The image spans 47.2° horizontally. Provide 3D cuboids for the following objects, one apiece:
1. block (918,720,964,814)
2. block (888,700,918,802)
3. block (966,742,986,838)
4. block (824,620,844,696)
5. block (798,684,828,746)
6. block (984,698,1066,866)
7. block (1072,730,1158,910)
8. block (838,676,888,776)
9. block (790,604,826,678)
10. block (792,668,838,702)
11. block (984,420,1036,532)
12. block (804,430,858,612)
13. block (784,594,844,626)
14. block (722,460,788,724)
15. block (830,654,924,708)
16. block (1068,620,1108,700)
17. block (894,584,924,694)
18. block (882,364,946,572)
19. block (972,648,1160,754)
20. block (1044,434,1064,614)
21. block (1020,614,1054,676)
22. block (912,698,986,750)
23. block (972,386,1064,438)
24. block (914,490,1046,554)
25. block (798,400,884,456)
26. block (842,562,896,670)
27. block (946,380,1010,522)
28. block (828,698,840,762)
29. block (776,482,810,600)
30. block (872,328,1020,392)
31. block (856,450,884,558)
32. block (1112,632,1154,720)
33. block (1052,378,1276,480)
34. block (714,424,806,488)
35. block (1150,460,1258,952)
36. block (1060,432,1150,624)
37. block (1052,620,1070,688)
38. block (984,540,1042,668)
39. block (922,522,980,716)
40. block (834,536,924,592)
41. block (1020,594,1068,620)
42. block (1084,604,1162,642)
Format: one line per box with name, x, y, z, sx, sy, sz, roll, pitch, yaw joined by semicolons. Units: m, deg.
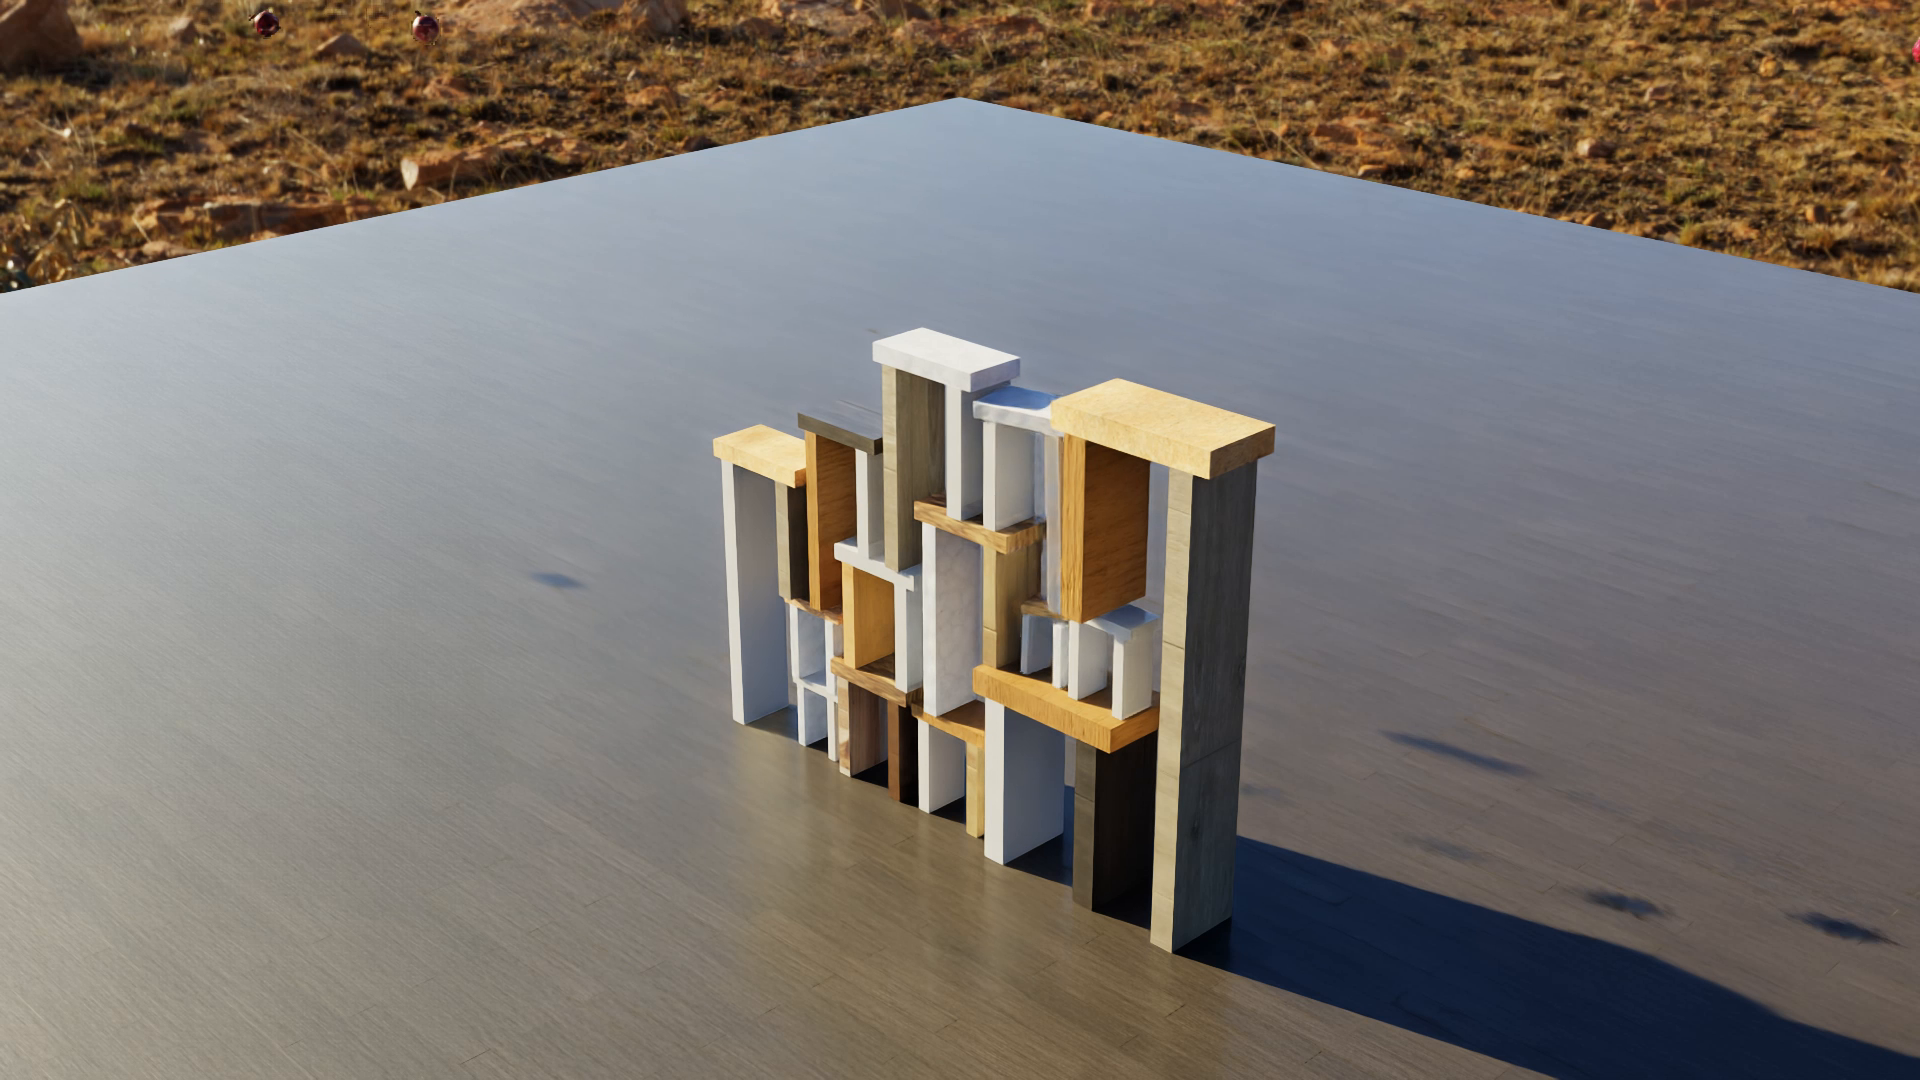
block;-0.037;0.441;4.458;0.029;0.205;0.103;21;31;41
block;-0.095;0.413;4.500;0.112;0.224;0.032;-21;31;-41
block;0.060;0.479;4.369;0.029;0.205;0.103;21;31;41
block;-0.240;0.233;4.579;0.084;0.167;0.024;-21;31;-40
block;-0.314;0.364;4.720;0.020;0.143;0.072;21;31;41
block;0.127;0.441;4.277;0.049;0.347;0.174;21;31;41
block;0.291;0.505;4.126;0.049;0.347;0.174;21;31;41
block;-0.201;0.372;4.597;0.032;0.224;0.112;21;31;41
block;-0.318;0.202;4.651;0.084;0.167;0.024;-21;31;-41
block;-0.280;0.302;4.657;0.072;0.020;0.143;-21;31;-41
block;0.091;-0.132;4.069;0.030;0.213;0.107;21;31;41
block;-0.258;-0.052;4.479;0.112;0.387;0.032;-21;31;-40
block;-0.279;0.130;4.578;0.084;0.024;0.167;-21;31;-40
block;-0.439;0.100;4.742;0.037;0.613;0.129;21;31;41
block;-0.148;0.275;4.499;0.224;0.032;0.112;21;31;41
block;0.237;0.207;4.049;0.081;0.163;0.023;-21;31;-41
block;-0.077;0.180;4.388;0.033;0.230;0.115;21;31;41
block;-0.088;-0.153;4.260;0.037;0.418;0.130;21;31;41
block;0.209;0.290;4.124;0.174;0.049;0.347;-21;31;-41
block;0.200;-0.044;4.012;0.030;0.350;0.107;15;29;34
block;0.146;0.187;4.143;0.063;0.125;0.018;-18;30;-36
block;0.011;0.352;4.368;0.205;0.029;0.103;21;31;41
block;0.140;-0.233;3.978;0.213;0.030;0.107;15;29;37
block;0.042;-0.040;4.169;0.245;0.035;0.122;21;31;41
block;-0.205;-0.224;4.349;0.112;0.032;0.224;-21;31;-40
block;-0.185;0.138;4.488;0.033;0.230;0.115;21;31;41
block;0.035;-0.178;4.116;0.037;0.260;0.130;21;31;41
block;-0.246;0.390;4.658;0.020;0.143;0.072;21;31;41
block;-0.318;-0.016;4.561;0.129;0.258;0.037;-21;31;-40
block;-0.027;-0.339;4.115;0.130;0.037;0.260;-21;31;-41
block;-0.152;-0.086;4.350;0.032;0.224;0.112;21;31;41
block;0.313;0.237;3.978;0.081;0.163;0.023;-21;31;-40
block;0.345;-0.194;3.767;0.350;0.050;0.175;21;31;40
block;-0.379;-0.176;4.559;0.129;0.037;0.258;-22;31;-40
block;0.428;0.290;3.884;0.175;0.933;0.050;-21;31;-41
block;0.260;-0.042;3.920;0.175;0.350;0.050;-21;31;-40
block;0.201;0.208;4.094;0.018;0.125;0.063;20;30;39
block;0.099;0.111;4.171;0.122;0.245;0.035;-21;31;-41
block;-0.016;0.141;4.309;0.035;0.407;0.122;21;31;41
block;-0.131;0.038;4.387;0.230;0.033;0.115;21;31;41
block;0.183;0.126;4.093;0.125;0.018;0.063;8;23;29
block;0.275;0.137;3.977;0.081;0.023;0.163;-21;31;-40
